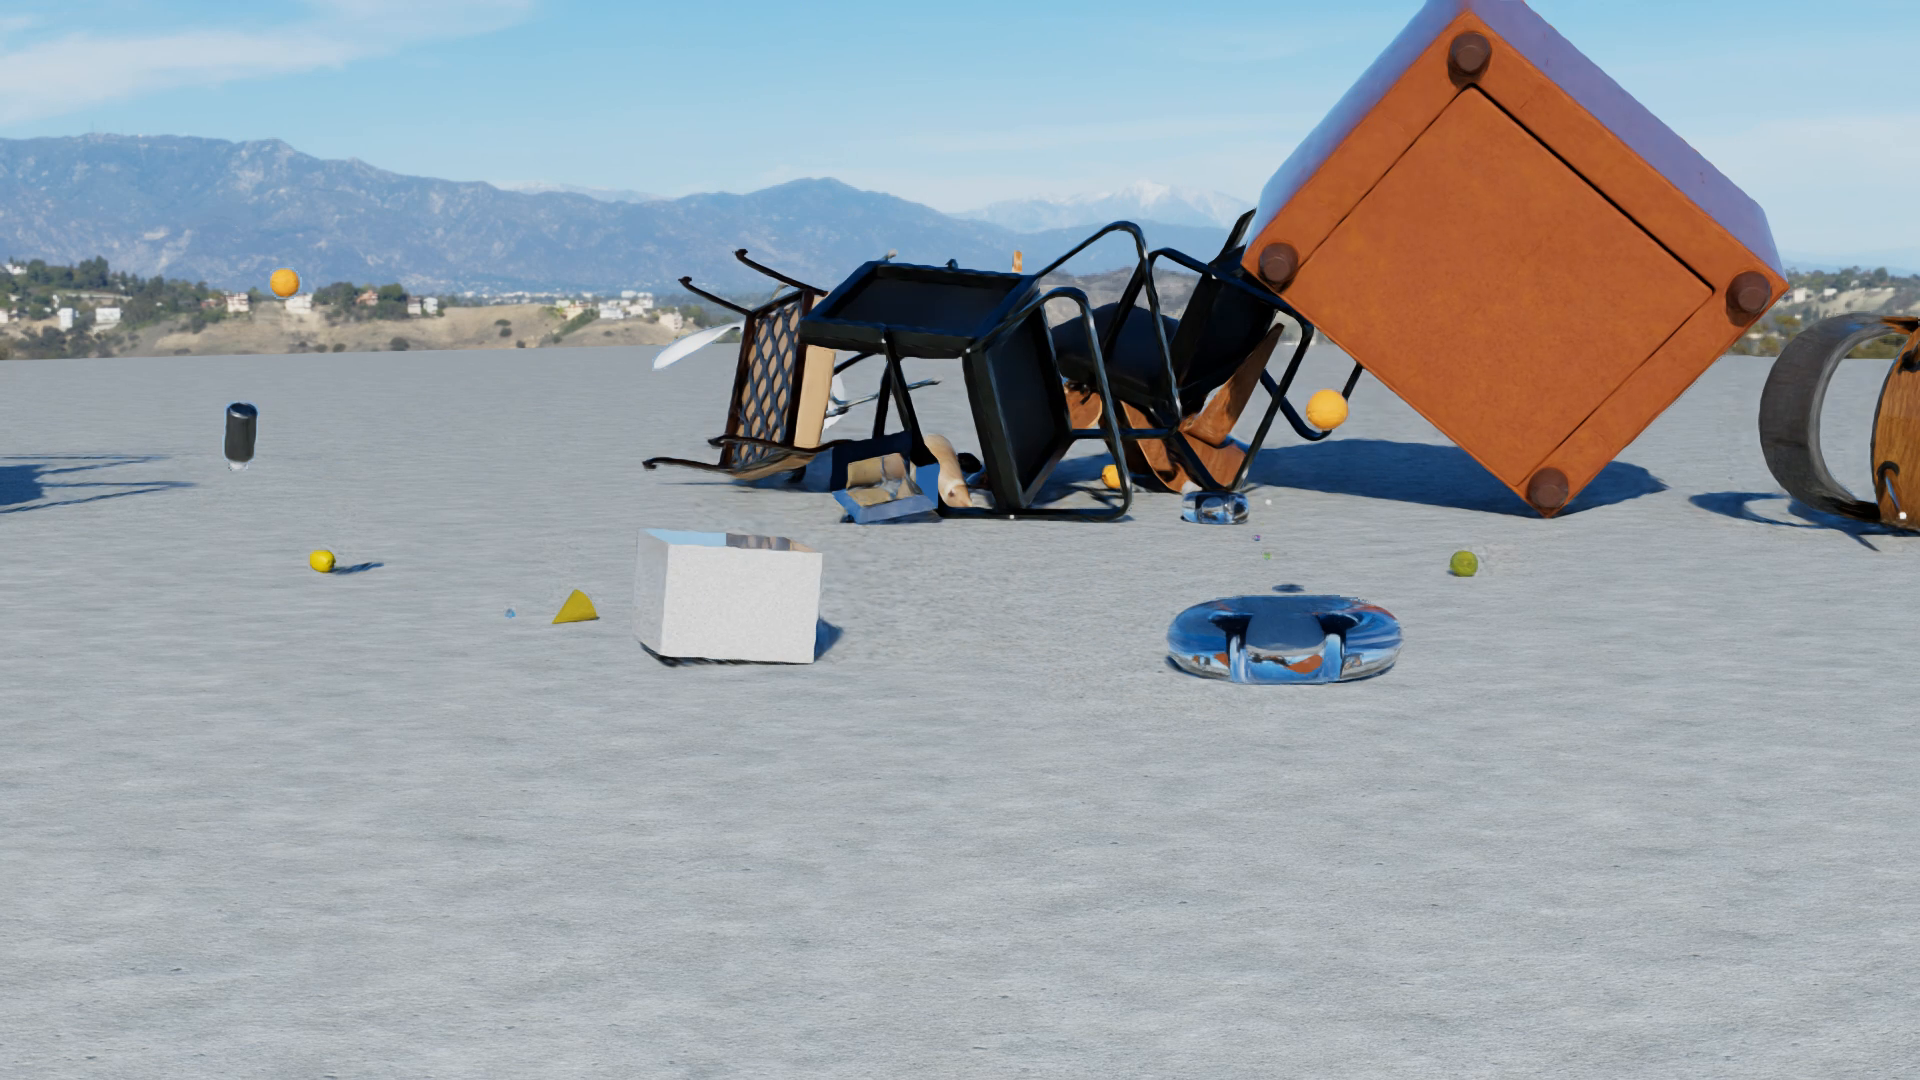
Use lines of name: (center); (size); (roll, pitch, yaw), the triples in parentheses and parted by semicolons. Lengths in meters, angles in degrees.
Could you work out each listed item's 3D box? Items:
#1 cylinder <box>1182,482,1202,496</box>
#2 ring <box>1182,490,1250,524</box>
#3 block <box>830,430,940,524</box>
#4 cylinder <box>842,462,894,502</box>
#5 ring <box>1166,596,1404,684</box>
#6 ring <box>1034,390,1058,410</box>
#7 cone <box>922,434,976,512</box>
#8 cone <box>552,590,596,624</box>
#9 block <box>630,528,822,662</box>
cylinder: (0.672, -0.137, 7.422); (0.051, 0.060, 0.037); (-40, 40, -10)
ring: (0.684, -0.087, 6.870); (0.157, 0.082, 0.213); (-3, 5, -37)
block: (-0.196, -0.165, 6.745); (0.229, 0.143, 0.174); (-11, -32, 21)
cylinder: (-0.266, -0.168, 7.489); (0.083, 0.116, 0.136); (-25, -16, 32)
ring: (0.541, 0.164, 4.278); (0.397, 0.113, 0.370); (-2, 5, -10)
ring: (0.264, -0.431, 7.884); (0.073, 0.032, 0.125); (-18, -17, -5)
cone: (-0.026, -0.137, 7.223); (0.208, 0.254, 0.229); (-37, 52, -16)
cone: (-0.748, 0.142, 4.890); (0.086, 0.071, 0.050); (-33, -15, -40)
block: (-0.406, 0.094, 4.437); (0.265, 0.188, 0.262); (4, 5, -18)
